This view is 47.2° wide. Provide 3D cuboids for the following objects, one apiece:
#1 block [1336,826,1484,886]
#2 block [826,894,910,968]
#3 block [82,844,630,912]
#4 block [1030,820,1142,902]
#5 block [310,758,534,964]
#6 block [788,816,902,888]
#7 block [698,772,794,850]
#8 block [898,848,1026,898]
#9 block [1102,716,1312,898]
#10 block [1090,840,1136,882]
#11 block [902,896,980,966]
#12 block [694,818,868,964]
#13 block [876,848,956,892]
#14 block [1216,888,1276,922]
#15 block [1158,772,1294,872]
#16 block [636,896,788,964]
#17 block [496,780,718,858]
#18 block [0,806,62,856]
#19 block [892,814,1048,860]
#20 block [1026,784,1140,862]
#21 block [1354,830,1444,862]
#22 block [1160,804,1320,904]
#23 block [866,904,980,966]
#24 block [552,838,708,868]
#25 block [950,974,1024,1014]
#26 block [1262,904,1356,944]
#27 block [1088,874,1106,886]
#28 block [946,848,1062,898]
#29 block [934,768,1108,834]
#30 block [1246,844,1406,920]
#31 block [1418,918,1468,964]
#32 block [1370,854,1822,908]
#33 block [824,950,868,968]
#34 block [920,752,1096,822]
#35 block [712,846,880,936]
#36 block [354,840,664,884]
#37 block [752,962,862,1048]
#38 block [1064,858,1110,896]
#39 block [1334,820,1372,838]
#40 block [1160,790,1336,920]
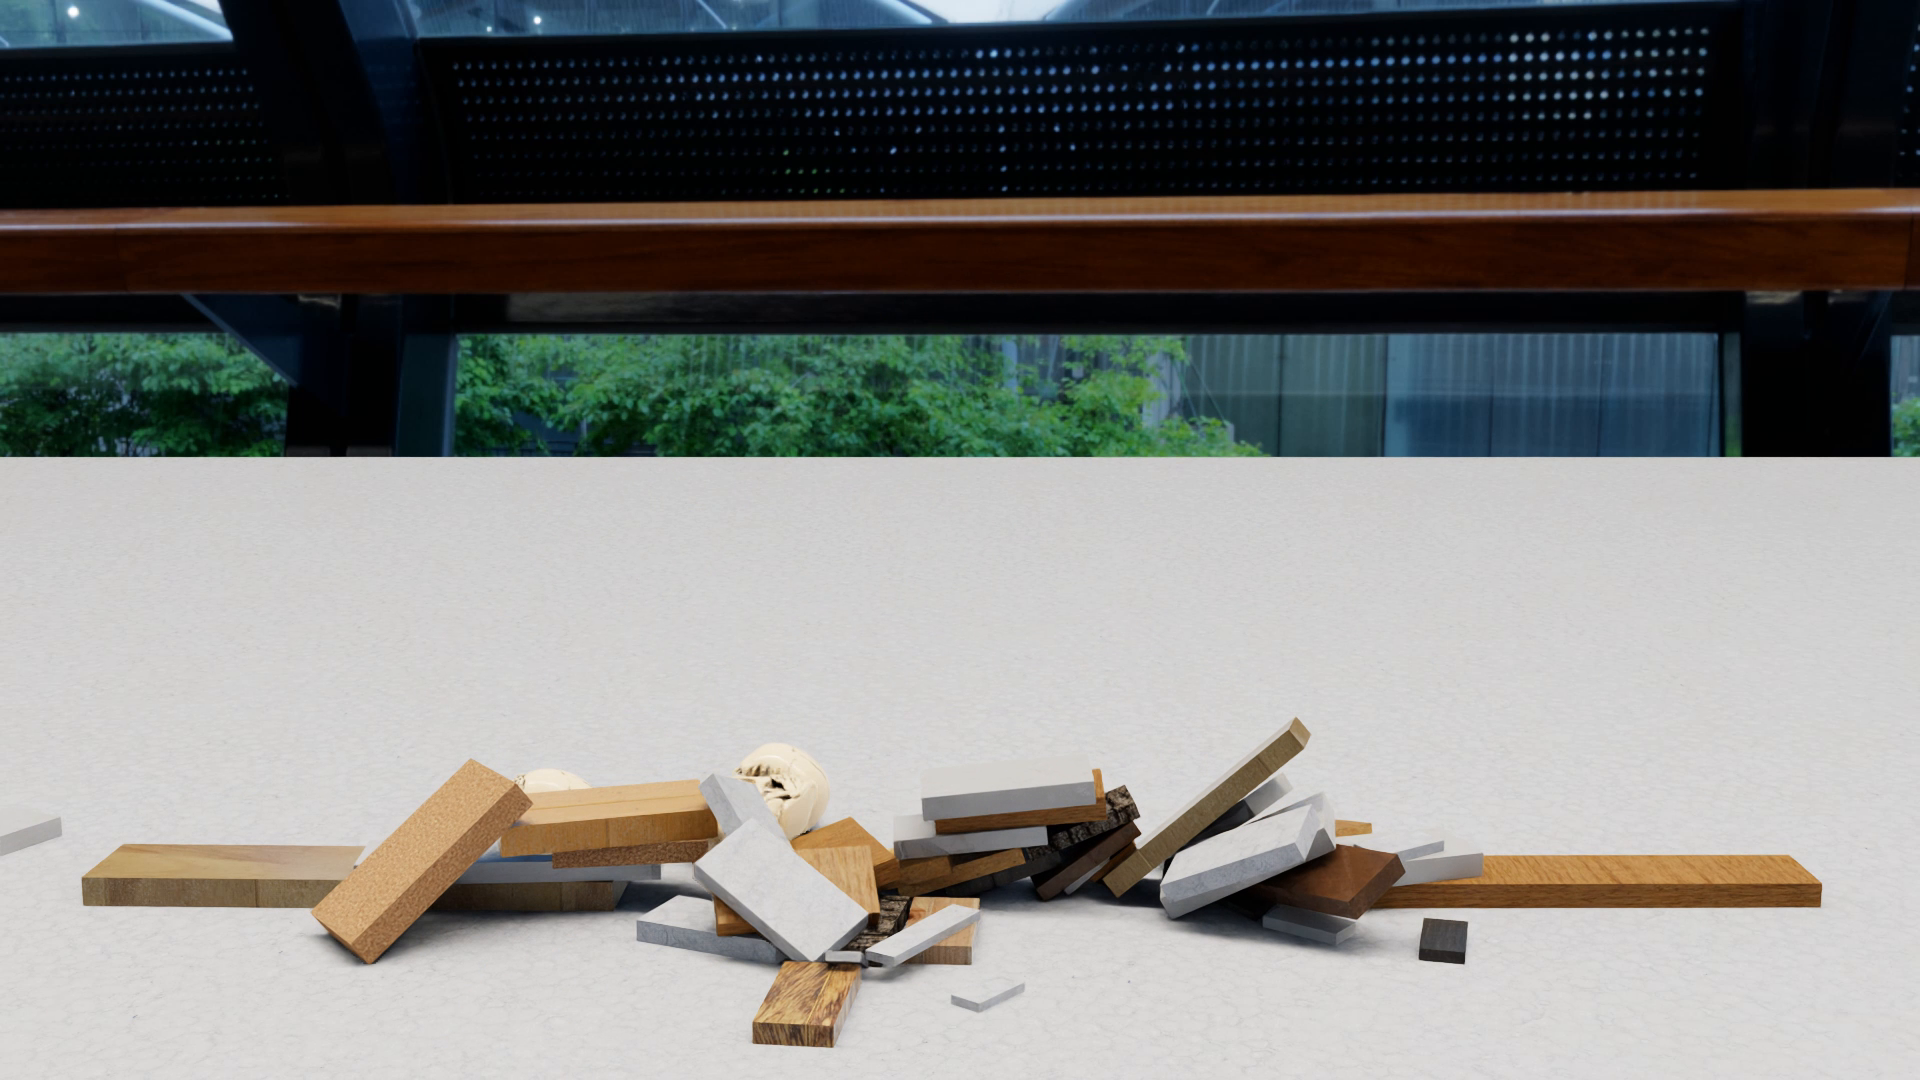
[{"bbox_3d":[0.702,0.530,3.650,0.292,0.041,0.146,-3,11,-17],"label":"block"},{"bbox_3d":[-0.157,0.612,3.462,0.115,0.033,0.230,2,11,9],"label":"block"},{"bbox_3d":[-1.000,0.563,3.679,0.875,0.049,0.173,0,11,2],"label":"block"},{"bbox_3d":[0.207,0.521,3.672,0.195,0.028,0.098,-35,13,0],"label":"block"},{"bbox_3d":[-0.850,0.502,3.473,0.346,0.049,0.173,-46,32,-21],"label":"block"},{"bbox_3d":[-0.199,0.532,3.660,0.126,0.036,0.282,-20,12,-15],"label":"block"},{"bbox_3d":[-0.322,0.494,3.563,0.250,0.035,0.125,55,14,29],"label":"block"},{"bbox_3d":[-0.001,0.538,3.670,0.214,0.030,0.107,-17,12,1],"label":"block"},{"bbox_3d":[0.409,0.440,3.631,0.398,0.040,0.140,-41,-5,13],"label":"block"},{"bbox_3d":[0.253,0.530,3.672,0.092,0.013,0.046,-40,12,7],"label":"block"},{"bbox_3d":[-0.029,0.614,3.459,0.107,0.030,0.214,1,11,4],"label":"block"},{"bbox_3d":[-0.275,0.544,3.375,0.250,0.035,0.125,35,51,23],"label":"block"},{"bbox_3d":[-0.116,0.545,3.648,0.214,0.030,0.107,-15,12,7],"label":"block"},{"bbox_3d":[0.455,0.576,3.597,0.066,0.019,0.131,-35,34,-29],"label":"block"},{"bbox_3d":[0.446,0.480,3.737,0.122,0.035,0.244,-25,-12,-46],"label":"block"},{"bbox_3d":[-0.369,0.611,3.457,0.248,0.035,0.124,5,11,24],"label":"block"},{"bbox_3d":[-0.586,0.454,3.610,0.346,0.049,0.173,-3,11,-17],"label":"block"},{"bbox_3d":[-1.737,0.531,3.888,0.126,0.036,0.253,6,12,28],"label":"block"},{"bbox_3d":[0.016,0.481,3.640,0.251,0.033,0.115,-6,13,0],"label":"block"},{"bbox_3d":[0.198,0.471,3.668,0.195,0.028,0.098,-22,12,-1],"label":"block"},{"bbox_3d":[0.722,0.506,3.617,0.139,0.020,0.069,-7,13,-34],"label":"block"},{"bbox_3d":[0.445,0.498,3.491,0.244,0.035,0.122,-23,12,29],"label":"block"},{"bbox_3d":[-0.055,0.606,3.378,0.053,0.015,0.238,7,13,33],"label":"block"},{"bbox_3d":[-0.541,0.497,3.611,0.248,0.035,0.124,-2,11,-9],"label":"block"},{"bbox_3d":[0.041,0.665,3.226,0.053,0.015,0.106,9,14,39],"label":"block"},{"bbox_3d":[0.556,0.612,3.500,0.131,0.019,0.066,8,13,37],"label":"block"},{"bbox_3d":[0.220,0.554,3.737,0.013,0.046,0.092,-8,13,-44],"label":"block"},{"bbox_3d":[0.067,0.547,3.679,0.195,0.028,0.098,-17,12,-4],"label":"block"},{"bbox_3d":[0.099,0.433,3.649,0.280,0.040,0.140,-5,13,2],"label":"block"},{"bbox_3d":[0.575,0.533,3.485,0.122,0.035,0.244,-37,20,-28],"label":"block"},{"bbox_3d":[0.754,0.625,3.429,0.069,0.020,0.139,3,11,14],"label":"block"},{"bbox_3d":[0.993,0.569,3.669,0.834,0.041,0.146,0,11,0],"label":"block"},{"bbox_3d":[-0.169,0.629,3.293,0.053,0.015,0.106,1,-16,4],"label":"block"},{"bbox_3d":[0.077,0.404,3.607,0.280,0.040,0.140,-6,13,0],"label":"block"},{"bbox_3d":[-0.258,0.546,3.428,0.250,0.035,0.125,-2,48,-12],"label":"block"},{"bbox_3d":[-0.737,0.529,3.633,0.493,0.035,0.124,-1,11,-3],"label":"block"},{"bbox_3d":[-0.218,0.667,3.166,0.115,0.033,0.230,1,11,7],"label":"block"},{"bbox_3d":[0.209,0.552,3.673,0.092,0.013,0.046,-41,12,5],"label":"block"},{"bbox_3d":[0.581,0.527,3.842,0.253,0.036,0.126,-6,0,-28],"label":"block"},{"bbox_3d":[0.468,0.512,3.573,0.292,0.041,0.146,-26,11,15],"label":"block"}]
